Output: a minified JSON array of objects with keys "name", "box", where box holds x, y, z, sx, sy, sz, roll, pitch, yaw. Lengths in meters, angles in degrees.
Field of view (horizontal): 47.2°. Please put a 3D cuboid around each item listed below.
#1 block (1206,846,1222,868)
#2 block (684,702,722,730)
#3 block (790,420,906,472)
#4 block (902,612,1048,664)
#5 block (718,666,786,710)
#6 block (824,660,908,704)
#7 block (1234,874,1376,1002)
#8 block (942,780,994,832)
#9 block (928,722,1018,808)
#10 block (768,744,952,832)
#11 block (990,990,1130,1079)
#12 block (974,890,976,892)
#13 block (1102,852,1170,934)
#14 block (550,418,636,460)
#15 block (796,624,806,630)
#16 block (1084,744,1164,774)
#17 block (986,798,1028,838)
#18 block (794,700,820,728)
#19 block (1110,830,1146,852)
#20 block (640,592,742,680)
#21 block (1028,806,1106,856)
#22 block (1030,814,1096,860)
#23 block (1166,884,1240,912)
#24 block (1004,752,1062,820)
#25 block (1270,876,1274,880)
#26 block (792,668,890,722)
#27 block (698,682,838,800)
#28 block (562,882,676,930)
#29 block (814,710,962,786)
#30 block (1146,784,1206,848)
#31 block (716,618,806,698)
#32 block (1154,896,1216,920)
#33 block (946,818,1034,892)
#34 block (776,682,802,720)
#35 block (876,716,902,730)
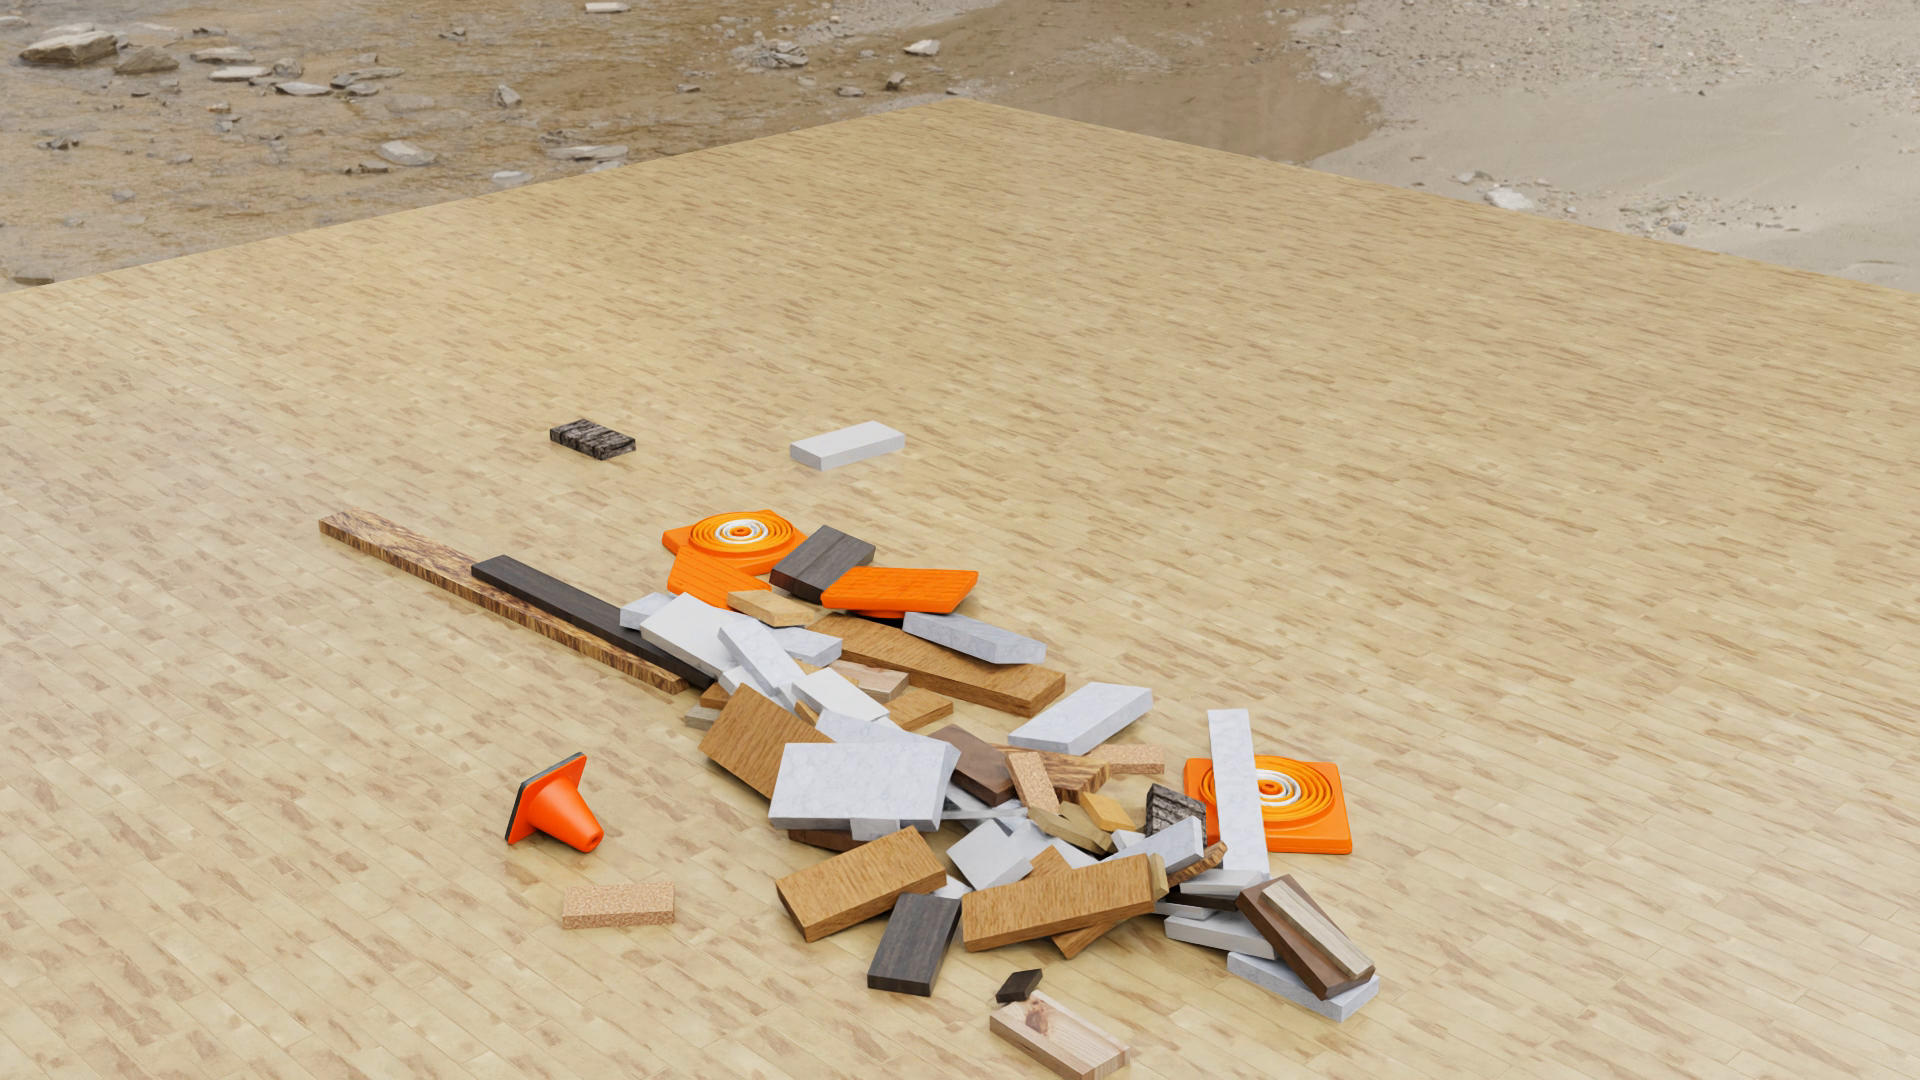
[{"name":"block","box":[0.481,0.618,4.284,0.109,0.015,0.054,2,23,4]},{"name":"block","box":[-0.490,0.391,4.804,0.197,0.028,0.099,9,24,19]},{"name":"block","box":[-0.324,-0.273,6.349,0.301,0.043,0.151,-18,29,-36]},{"name":"block","box":[0.032,0.224,5.078,0.159,0.045,0.318,3,10,-43]},{"name":"block","box":[-0.417,0.348,4.766,0.204,0.029,0.102,40,34,22]},{"name":"block","box":[-0.236,0.318,4.972,0.214,0.030,0.107,9,25,21]},{"name":"block","box":[0.608,0.698,3.876,0.120,0.034,0.240,-12,45,-35]},{"name":"block","box":[0.020,0.516,4.433,0.117,0.033,0.233,-21,45,-41]},{"name":"block","box":[0.028,0.454,4.452,0.233,0.033,0.117,28,35,35]},{"name":"block","box":[-0.195,0.484,4.315,0.338,0.048,0.169,-2,53,18]},{"name":"block","box":[0.168,0.845,3.728,0.113,0.032,0.225,-19,30,-38]},{"name":"block","box":[0.055,0.684,4.130,0.049,0.014,0.097,-3,23,-6]},{"name":"block","box":[0.310,0.649,4.037,0.023,0.162,0.081,35,31,-31]},{"name":"block","box":[-1.070,-0.293,6.407,0.246,0.035,0.123,21,31,40]},{"name":"block","box":[-0.414,0.195,5.210,0.081,0.023,0.163,-16,14,-5]},{"name":"block","box":[0.343,0.463,4.640,0.170,0.024,0.085,0,23,0]},{"name":"block","box":[0.132,0.571,4.334,0.076,0.021,0.151,-22,47,-41]},{"name":"block","box":[-0.252,0.404,4.676,0.102,0.029,0.204,-19,51,-36]},{"name":"block","box":[0.360,0.597,4.219,0.144,0.020,0.072,16,32,-39]},{"name":"block","box":[-0.570,0.223,4.954,0.286,0.041,0.143,25,47,33]},{"name":"block","box":[0.208,0.560,4.242,0.151,0.021,0.076,26,7,-30]},{"name":"block","box":[0.196,0.595,4.279,0.076,0.021,0.151,-10,39,-31]},{"name":"block","box":[0.462,0.645,4.021,0.160,0.023,0.080,-1,16,44]},{"name":"block","box":[0.147,0.491,4.377,0.072,0.020,0.144,-3,56,-34]},{"name":"block","box":[0.554,0.672,4.152,0.067,0.019,0.134,17,28,35]},{"name":"block","box":[-0.254,0.345,4.672,0.102,0.029,0.204,-21,40,-38]},{"name":"block","box":[-0.390,0.433,4.544,0.338,0.169,0.048,26,-10,46]},{"name":"block","box":[-0.637,0.683,4.113,0.203,0.029,0.101,-2,23,-5]},{"name":"block","box":[-0.173,0.460,4.440,0.337,0.048,0.169,11,69,38]},{"name":"block","box":[0.418,0.567,4.255,0.114,0.032,0.229,22,28,-6]},{"name":"block","box":[-0.433,0.258,4.830,0.102,0.029,0.204,-13,48,-44]},{"name":"block","box":[0.409,0.669,4.076,0.160,0.023,0.080,-1,16,44]},{"name":"block","box":[0.055,0.607,4.178,0.109,0.031,0.219,-36,20,-6]},{"name":"block","box":[-0.296,0.380,4.732,0.102,0.029,0.204,-17,50,-34]},{"name":"block","box":[-0.114,0.461,4.538,0.233,0.033,0.117,34,41,28]}]
